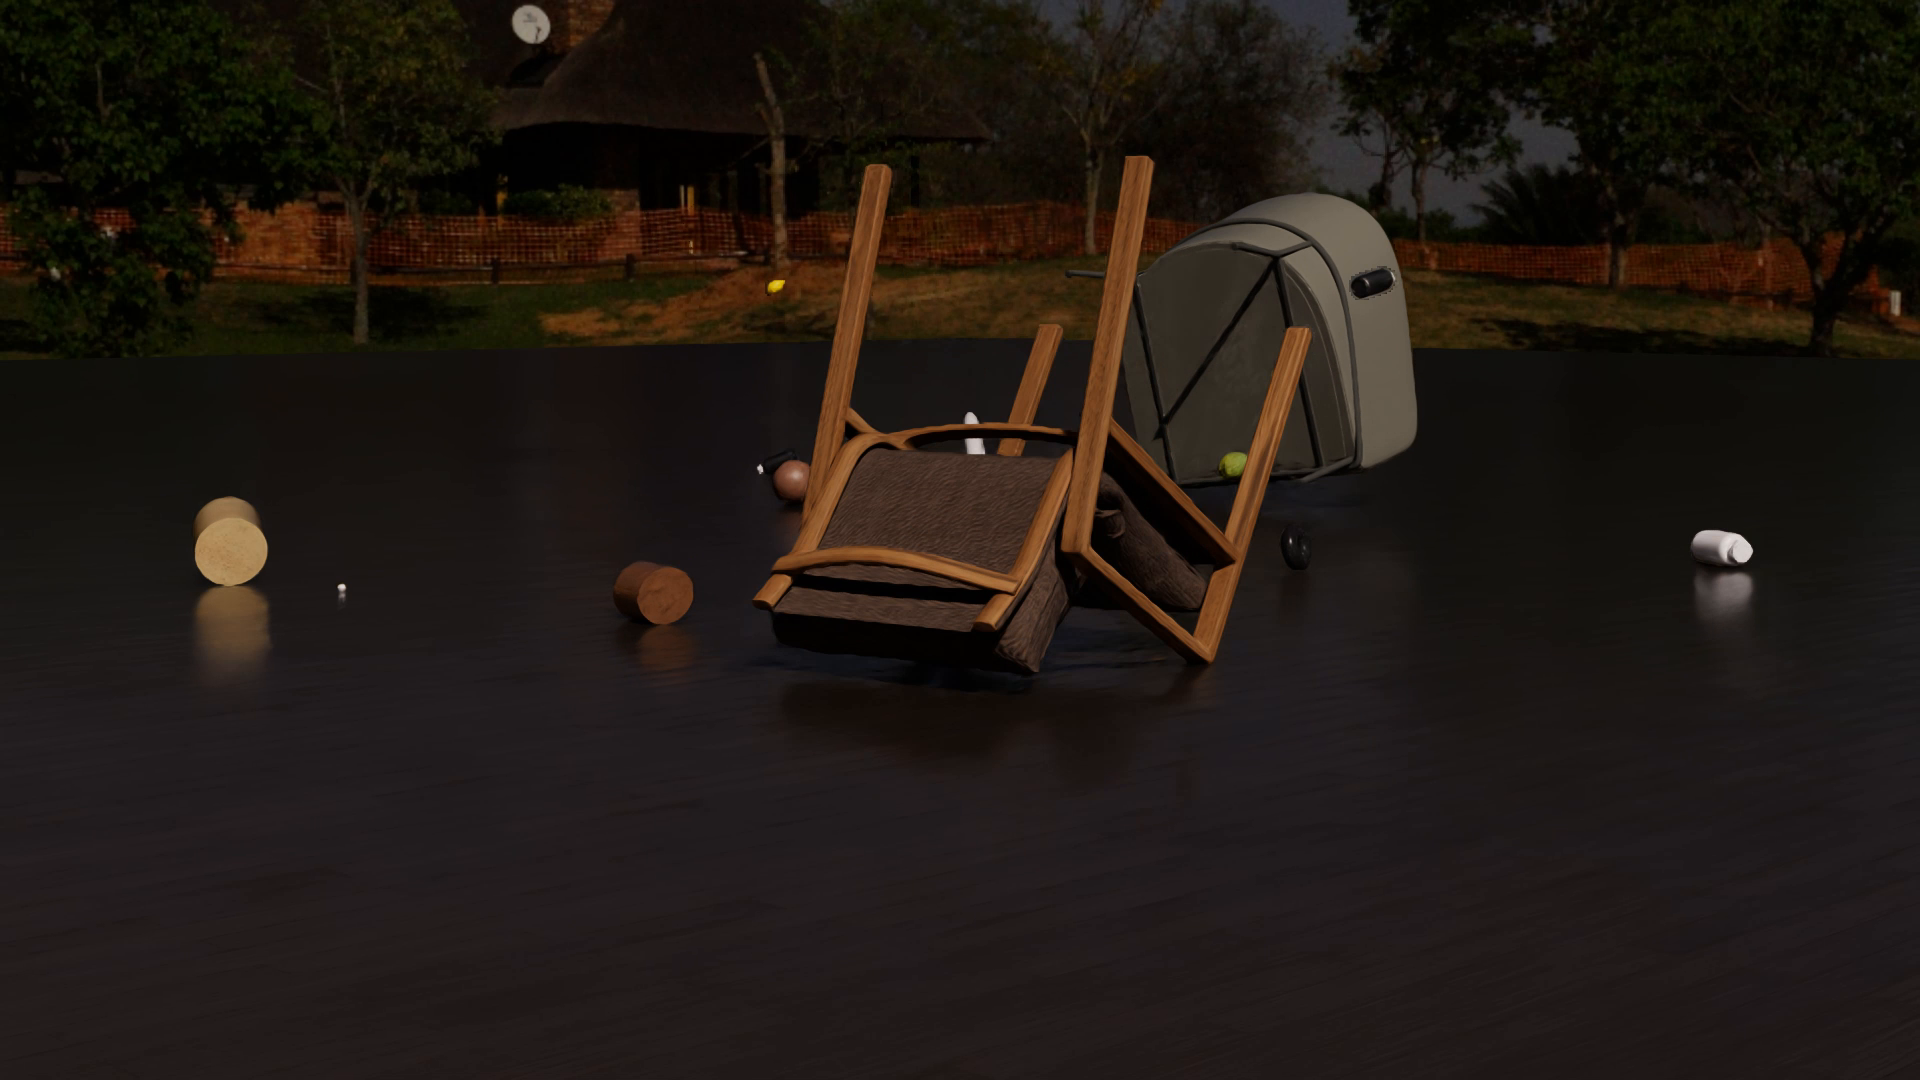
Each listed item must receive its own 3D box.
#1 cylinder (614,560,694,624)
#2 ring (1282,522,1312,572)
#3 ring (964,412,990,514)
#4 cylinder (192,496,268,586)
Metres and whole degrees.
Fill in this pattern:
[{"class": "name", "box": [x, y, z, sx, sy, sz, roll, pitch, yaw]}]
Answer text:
[{"class": "cylinder", "box": [-0.586, 0.100, 4.903, 0.119, 0.108, 0.113, -29, 20, -26]}, {"class": "ring", "box": [0.754, 0.015, 5.749, 0.038, 0.110, 0.113, -11, 27, 31]}, {"class": "ring", "box": [0.048, -0.217, 7.185, 0.047, 0.309, 0.133, -10, -21, 4]}, {"class": "cylinder", "box": [-1.574, 0.002, 5.525, 0.147, 0.153, 0.170, 45, -1, -24]}]
